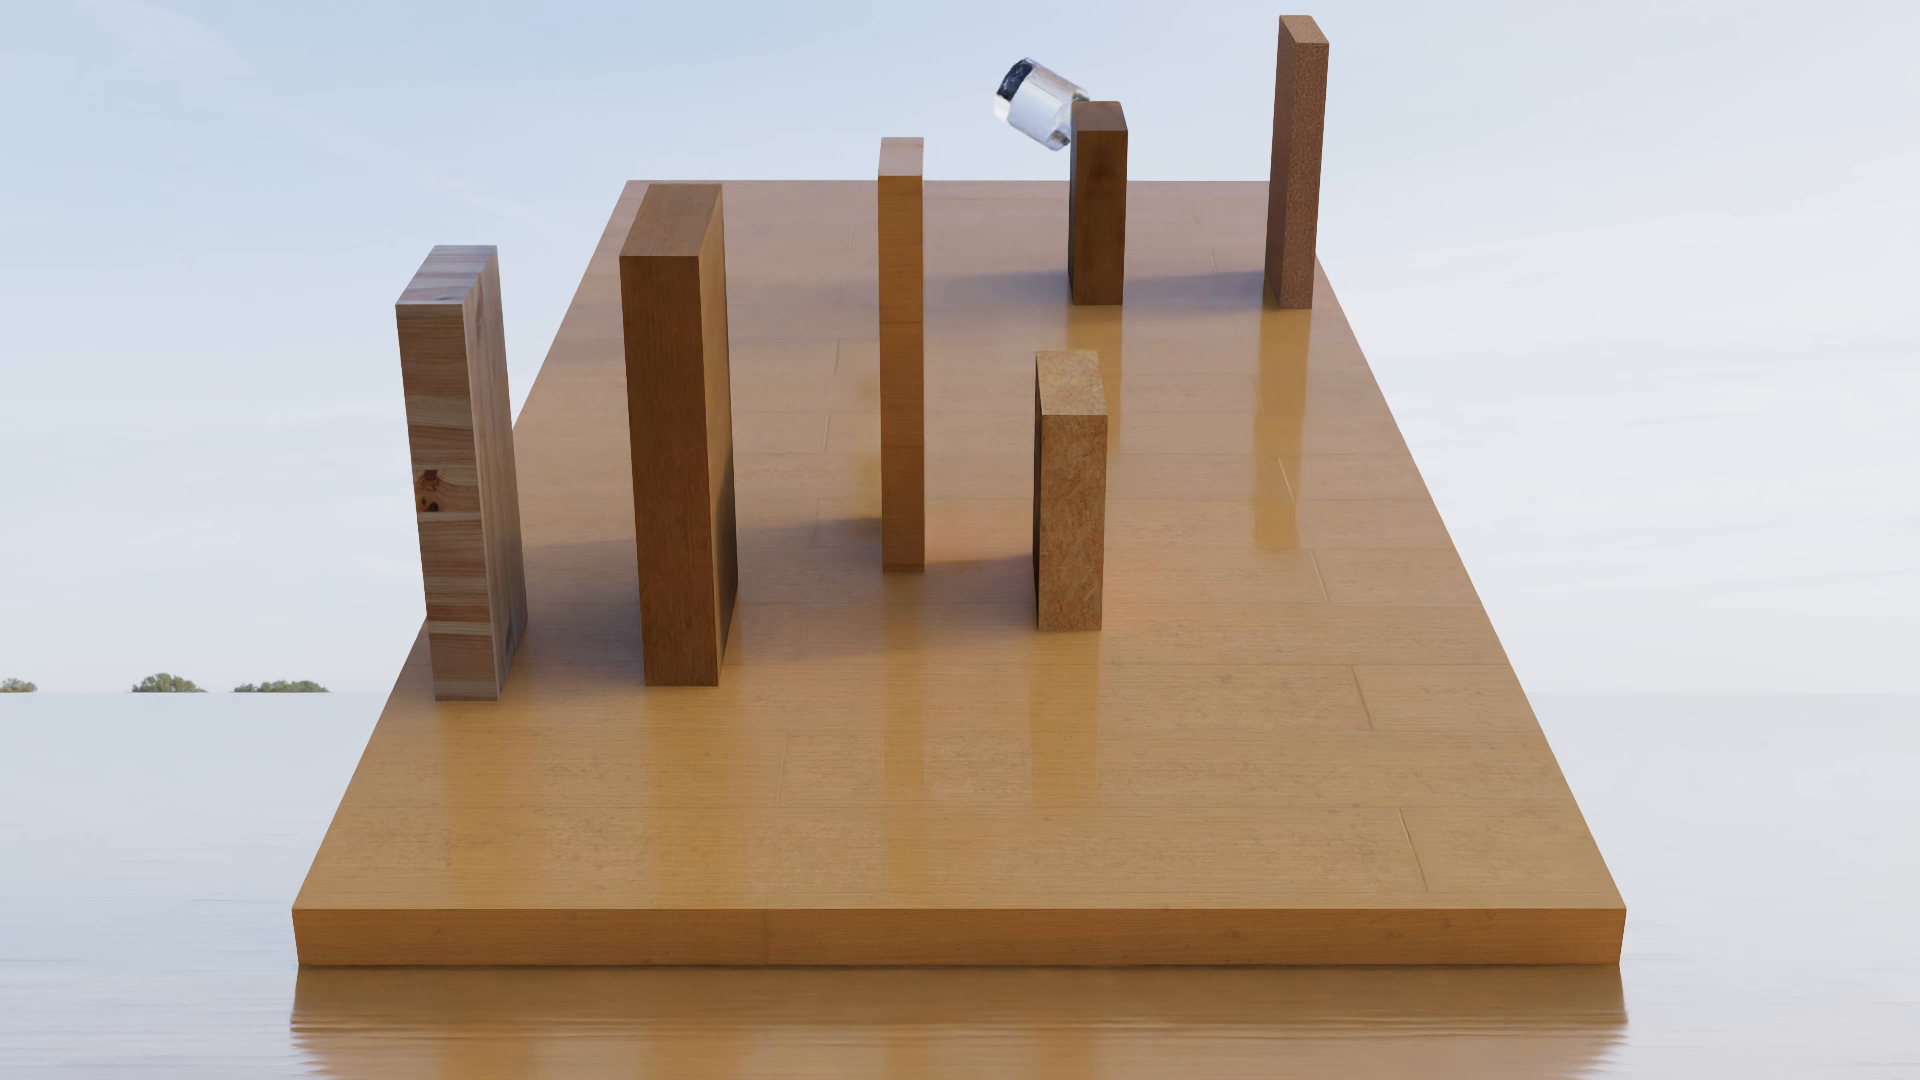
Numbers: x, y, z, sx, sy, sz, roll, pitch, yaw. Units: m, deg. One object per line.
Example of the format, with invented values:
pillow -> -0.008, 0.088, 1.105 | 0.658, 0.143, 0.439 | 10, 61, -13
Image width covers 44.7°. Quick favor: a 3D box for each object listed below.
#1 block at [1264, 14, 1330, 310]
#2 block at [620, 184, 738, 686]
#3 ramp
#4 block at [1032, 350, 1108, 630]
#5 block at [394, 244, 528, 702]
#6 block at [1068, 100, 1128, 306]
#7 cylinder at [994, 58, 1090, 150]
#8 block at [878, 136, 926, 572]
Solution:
block -> 0.868, -0.979, 6.037 | 0.082, 0.689, 0.330 | 0, 24, 0
block -> -0.493, -0.191, 4.165 | 0.130, 0.794, 0.429 | 0, 24, 0
ramp -> -0.008, -0.229, 5.333 | 2.000, 0.100, 4.000 | 0, 24, 0
block -> 0.204, -0.098, 4.405 | 0.117, 0.429, 0.340 | 0, 24, 0
block -> -0.863, -0.117, 4.078 | 0.109, 0.729, 0.323 | 0, 24, 0
block -> 0.358, -0.883, 6.099 | 0.129, 0.460, 0.310 | 0, 24, 0
cylinder -> 0.234, -1.248, 6.681 | 0.196, 0.196, 0.196 | 34, 10, 22
block -> -0.111, -0.357, 4.532 | 0.082, 0.796, 0.276 | 0, 24, 0
